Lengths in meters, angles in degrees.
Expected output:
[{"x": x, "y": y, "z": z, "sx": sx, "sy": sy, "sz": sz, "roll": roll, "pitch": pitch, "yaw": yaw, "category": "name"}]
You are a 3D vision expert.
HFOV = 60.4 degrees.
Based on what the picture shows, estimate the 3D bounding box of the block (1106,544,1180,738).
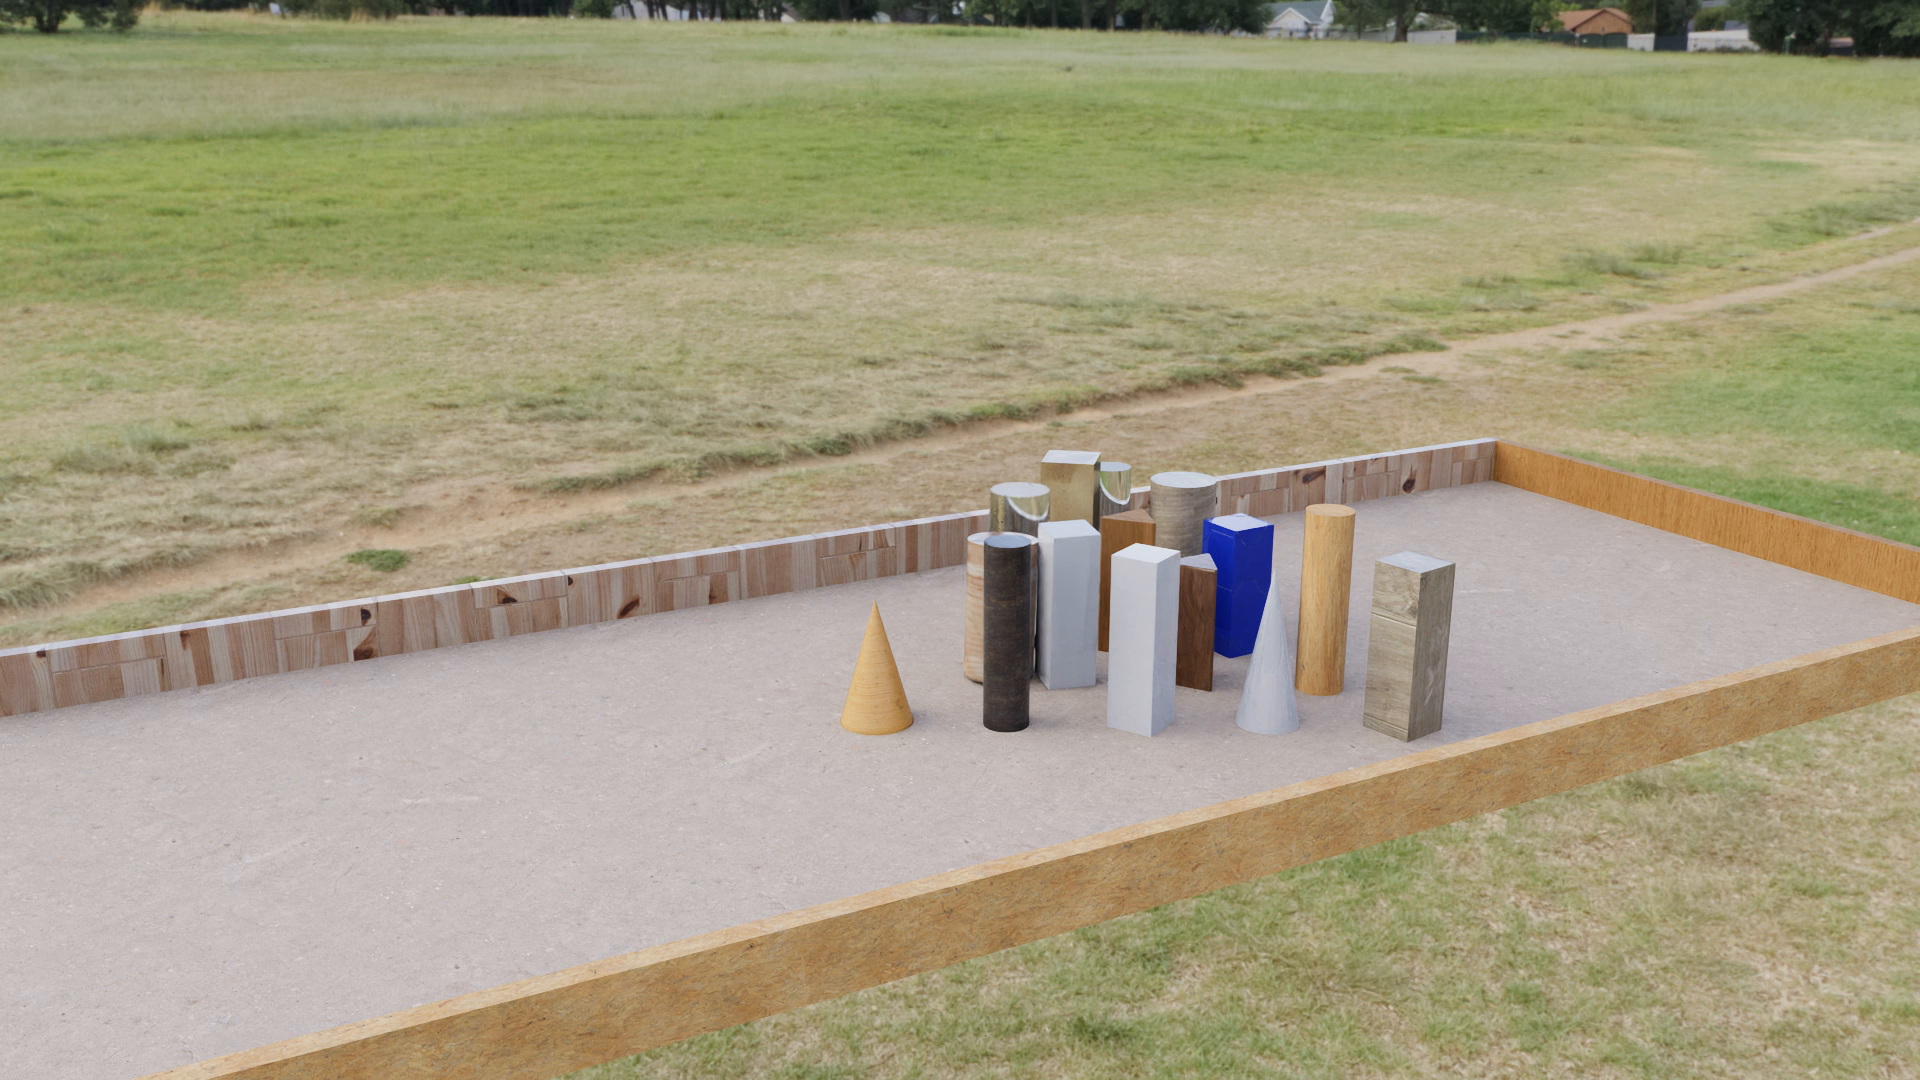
[{"x": 0.425, "y": 0.231, "z": 3.823, "sx": 0.116, "sy": 0.420, "sz": 0.116, "roll": 11, "pitch": 20, "yaw": 33, "category": "block"}]

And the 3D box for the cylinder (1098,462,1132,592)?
[{"x": 0.437, "y": -0.036, "z": 4.823, "sx": 0.116, "sy": 0.368, "sz": 0.116, "roll": 0, "pitch": 16, "yaw": 0, "category": "cylinder"}]

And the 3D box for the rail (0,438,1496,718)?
[{"x": -3.305, "y": 0.497, "z": 3.399, "sx": 12.000, "sy": 0.150, "sz": 0.050, "roll": -9, "pitch": 18, "yaw": -27, "category": "rail"}]

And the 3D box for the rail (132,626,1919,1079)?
[{"x": -2.336, "y": 1.006, "z": 1.665, "sx": 12.000, "sy": 0.150, "sz": 0.050, "roll": -9, "pitch": 18, "yaw": -27, "category": "rail"}]

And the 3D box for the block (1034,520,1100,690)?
[{"x": 0.265, "y": 0.161, "z": 4.089, "sx": 0.120, "sy": 0.399, "sz": 0.120, "roll": -5, "pitch": 20, "yaw": -14, "category": "block"}]

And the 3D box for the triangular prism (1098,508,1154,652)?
[{"x": 0.455, "y": 0.108, "z": 4.339, "sx": 0.143, "sy": 0.365, "sz": 0.124, "roll": 7, "pitch": 18, "yaw": 22, "category": "triangular prism"}]

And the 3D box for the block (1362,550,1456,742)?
[{"x": 1.034, "y": 0.244, "z": 3.803, "sx": 0.127, "sy": 0.407, "sz": 0.127, "roll": -12, "pitch": 20, "yaw": -36, "category": "block"}]

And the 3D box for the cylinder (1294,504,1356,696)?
[{"x": 0.894, "y": 0.147, "z": 4.044, "sx": 0.118, "sy": 0.457, "sz": 0.118, "roll": 0, "pitch": 16, "yaw": 0, "category": "cylinder"}]

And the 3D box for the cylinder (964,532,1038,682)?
[{"x": 0.102, "y": 0.168, "z": 4.141, "sx": 0.176, "sy": 0.350, "sz": 0.176, "roll": 1, "pitch": 13, "yaw": 0, "category": "cylinder"}]

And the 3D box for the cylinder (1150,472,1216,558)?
[{"x": 0.612, "y": 0.025, "z": 4.568, "sx": 0.180, "sy": 0.396, "sz": 0.180, "roll": 0, "pitch": 16, "yaw": 0, "category": "cylinder"}]

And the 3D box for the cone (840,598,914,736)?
[{"x": -0.197, "y": 0.281, "z": 3.857, "sx": 0.175, "sy": 0.305, "sz": 0.175, "roll": 0, "pitch": 16, "yaw": 0, "category": "cone"}]

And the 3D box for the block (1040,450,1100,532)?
[{"x": 0.307, "y": -0.013, "z": 4.606, "sx": 0.146, "sy": 0.448, "sz": 0.146, "roll": 3, "pitch": 17, "yaw": 11, "category": "block"}]

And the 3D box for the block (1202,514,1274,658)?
[{"x": 0.725, "y": 0.119, "z": 4.337, "sx": 0.129, "sy": 0.345, "sz": 0.129, "roll": -10, "pitch": 19, "yaw": -30, "category": "block"}]

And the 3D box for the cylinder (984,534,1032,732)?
[{"x": 0.109, "y": 0.217, "z": 3.821, "sx": 0.109, "sy": 0.448, "sz": 0.109, "roll": 0, "pitch": 16, "yaw": 0, "category": "cylinder"}]

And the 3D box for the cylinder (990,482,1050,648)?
[{"x": 0.158, "y": 0.068, "z": 4.384, "sx": 0.157, "sy": 0.417, "sz": 0.157, "roll": 0, "pitch": 16, "yaw": 0, "category": "cylinder"}]

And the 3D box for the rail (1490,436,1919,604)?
[{"x": 2.466, "y": -0.048, "z": 5.253, "sx": 0.050, "sy": 0.150, "sz": 2.100, "roll": -9, "pitch": 18, "yaw": -27, "category": "rail"}]

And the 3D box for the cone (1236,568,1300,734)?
[{"x": 0.724, "y": 0.243, "z": 3.838, "sx": 0.149, "sy": 0.389, "sz": 0.149, "roll": 0, "pitch": 16, "yaw": 0, "category": "cone"}]

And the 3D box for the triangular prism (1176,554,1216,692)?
[{"x": 0.591, "y": 0.199, "z": 4.116, "sx": 0.135, "sy": 0.316, "sz": 0.117, "roll": 9, "pitch": 19, "yaw": 28, "category": "triangular prism"}]
